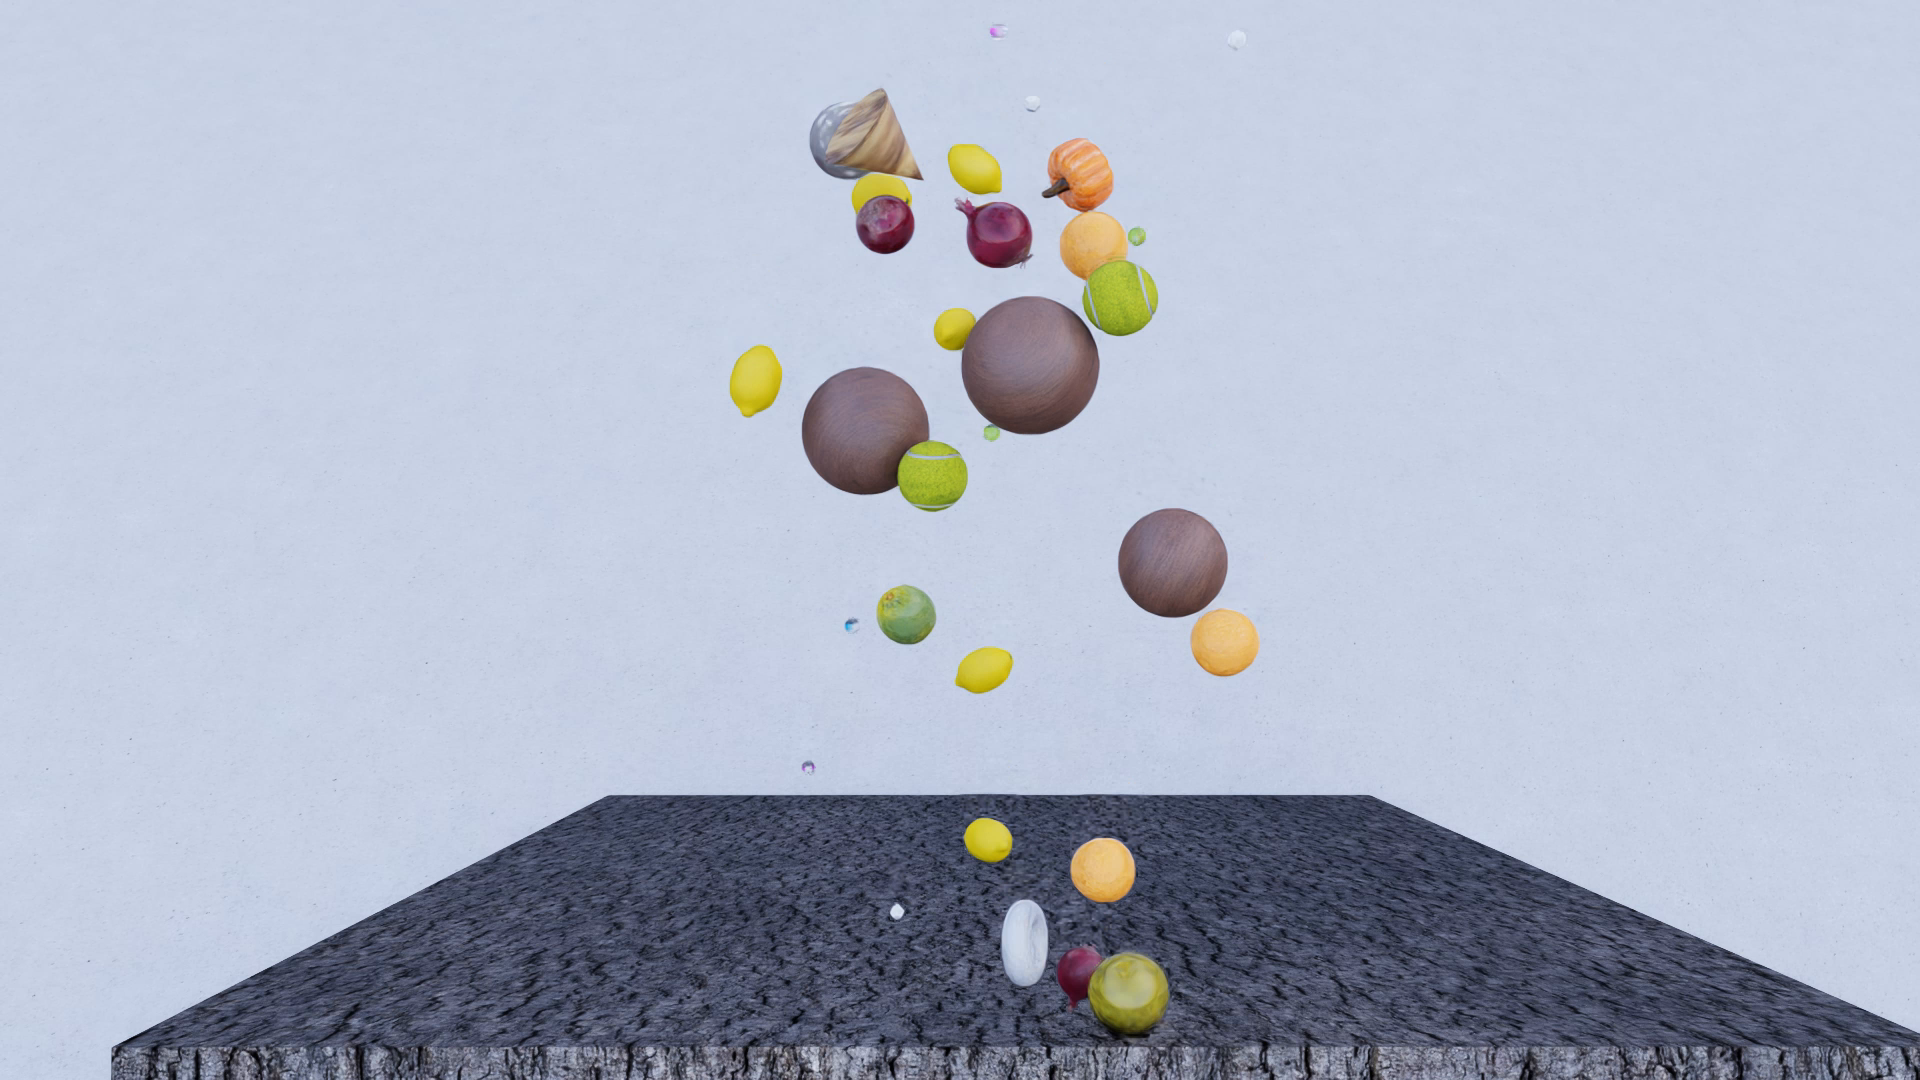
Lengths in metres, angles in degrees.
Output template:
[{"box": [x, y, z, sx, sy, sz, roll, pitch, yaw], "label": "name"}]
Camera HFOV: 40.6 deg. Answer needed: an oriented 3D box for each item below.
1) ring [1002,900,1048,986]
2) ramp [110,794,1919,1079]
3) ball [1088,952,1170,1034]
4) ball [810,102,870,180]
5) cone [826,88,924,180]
[{"box": [0.074, 0.455, 2.936, 0.033, 0.098, 0.098, -2, 33, 19], "label": "ring"}, {"box": [0.077, 0.661, 4.822, 2.000, 0.100, 4.000, 0, -2, 0], "label": "ramp"}, {"box": [0.189, 0.508, 2.912, 0.091, 0.091, 0.091, 0, 35, 0], "label": "ball"}, {"box": [-0.120, -0.427, 2.774, 0.083, 0.083, 0.083, 0, 35, 0], "label": "ball"}, {"box": [-0.068, -0.378, 2.541, 0.090, 0.090, 0.090, 36, 26, -24], "label": "cone"}]
